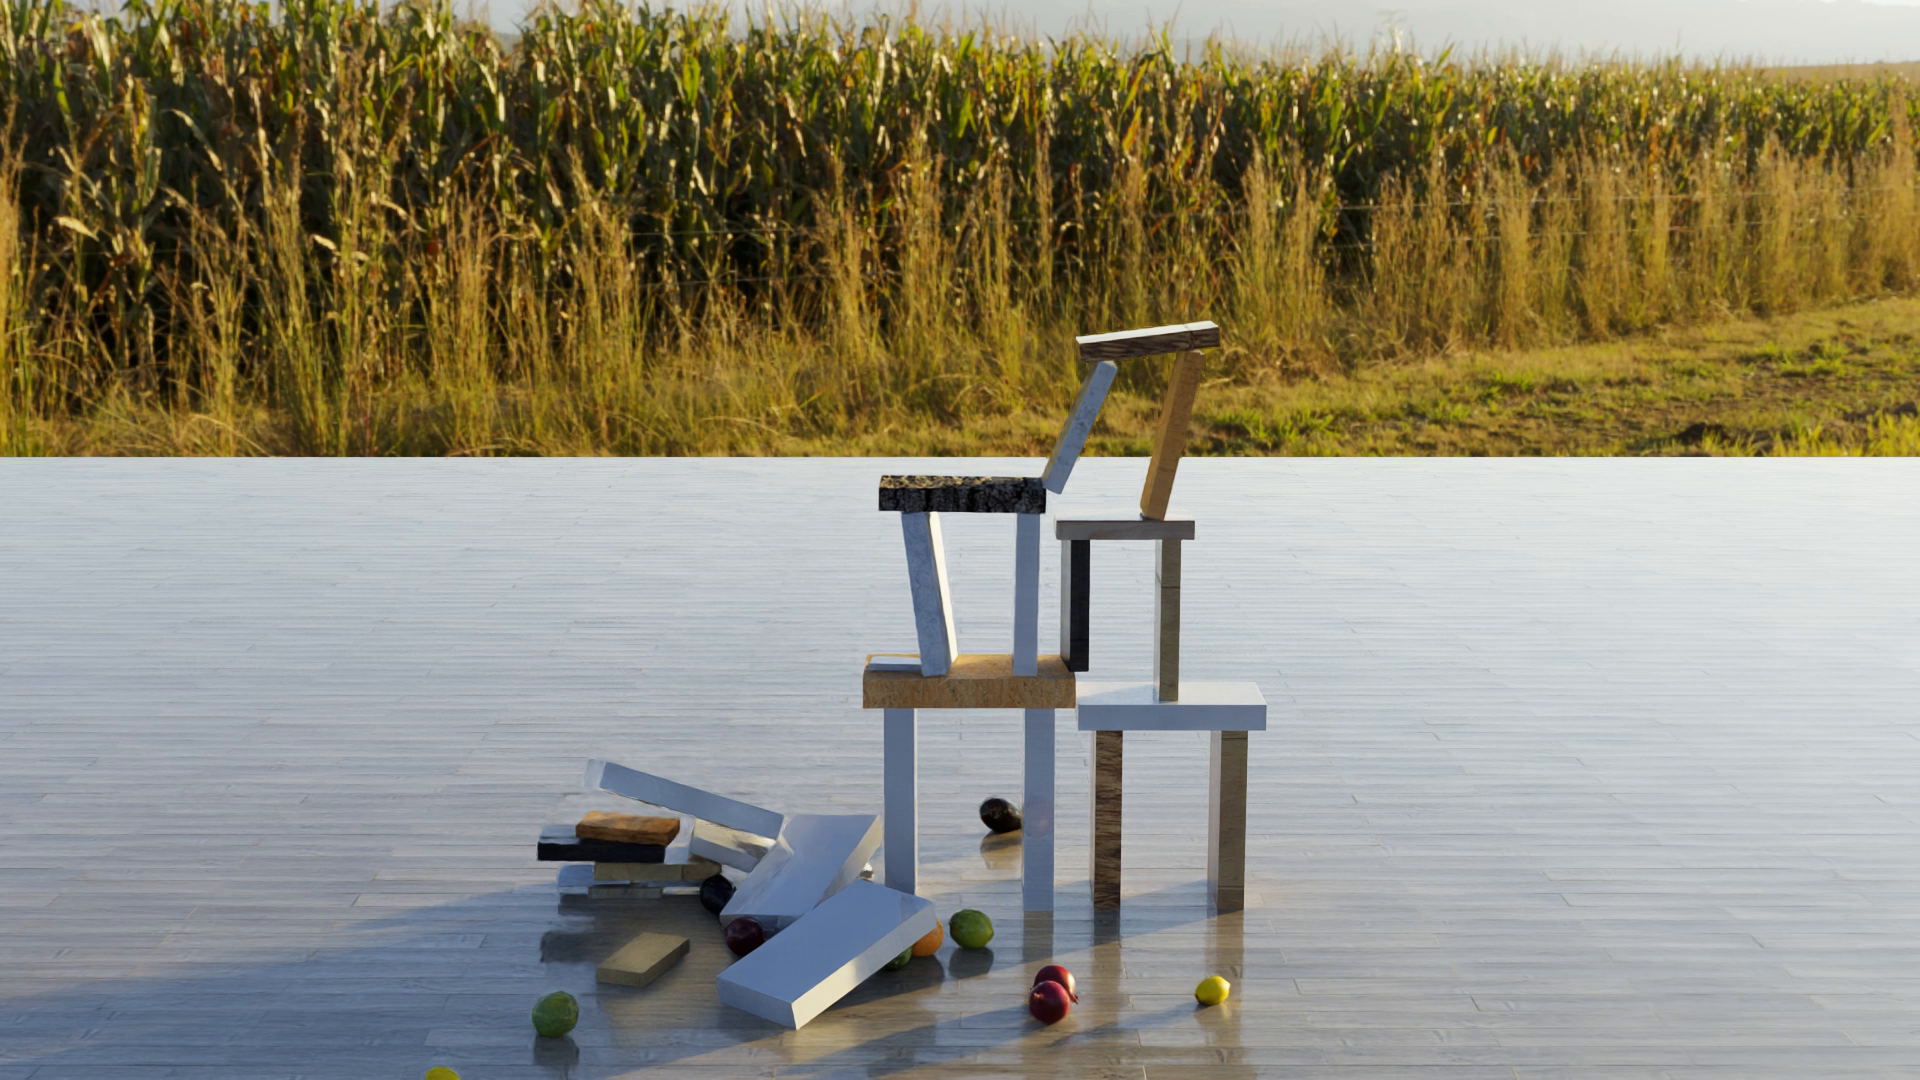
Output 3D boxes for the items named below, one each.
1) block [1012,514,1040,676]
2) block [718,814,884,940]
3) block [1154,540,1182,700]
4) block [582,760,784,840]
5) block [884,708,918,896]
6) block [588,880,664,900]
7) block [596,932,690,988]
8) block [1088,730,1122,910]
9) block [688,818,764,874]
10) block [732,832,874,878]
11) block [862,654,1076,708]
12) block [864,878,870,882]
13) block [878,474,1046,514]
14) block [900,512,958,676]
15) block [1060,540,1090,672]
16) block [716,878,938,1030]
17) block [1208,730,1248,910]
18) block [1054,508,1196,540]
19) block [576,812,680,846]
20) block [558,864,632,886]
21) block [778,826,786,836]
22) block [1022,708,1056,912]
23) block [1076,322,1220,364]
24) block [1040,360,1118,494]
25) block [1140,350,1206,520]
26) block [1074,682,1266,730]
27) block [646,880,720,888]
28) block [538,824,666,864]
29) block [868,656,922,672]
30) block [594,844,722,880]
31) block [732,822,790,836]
[{"bbox_3d":[0.107,0.076,3.575,0.038,0.266,0.133,1,11,0],"label":"block"},{"bbox_3d":[-0.252,0.542,3.559,0.155,0.044,0.310,-3,22,22],"label":"block"},{"bbox_3d":[0.337,0.120,3.585,0.031,0.265,0.110,0,11,0],"label":"block"},{"bbox_3d":[-0.462,0.432,3.661,0.311,0.044,0.155,19,-10,-17],"label":"block"},{"bbox_3d":[-0.097,0.422,3.639,0.048,0.341,0.171,0,11,1],"label":"block"},{"bbox_3d":[-0.556,0.581,3.671,0.121,0.017,0.060,-1,11,-3],"label":"block"},{"bbox_3d":[-0.482,0.638,3.349,0.078,0.022,0.156,4,11,19],"label":"block"},{"bbox_3d":[0.241,0.442,3.640,0.043,0.302,0.151,0,11,0],"label":"block"},{"bbox_3d":[-0.354,0.530,3.698,0.206,0.029,0.103,21,6,-7],"label":"block"},{"bbox_3d":[-0.266,0.533,3.722,0.246,0.013,0.046,16,8,-21],"label":"block"},{"bbox_3d":[0.015,0.231,3.604,0.341,0.048,0.171,0,11,0],"label":"block"},{"bbox_3d":[-0.153,0.583,3.529,0.078,0.022,0.156,-5,12,-26],"label":"block"},{"bbox_3d":[0.004,-0.074,3.546,0.265,0.038,0.133,1,11,0],"label":"block"},{"bbox_3d":[-0.049,0.075,3.572,0.038,0.266,0.133,-6,10,9],"label":"block"},{"bbox_3d":[0.188,0.095,3.596,0.031,0.220,0.110,-1,11,-6],"label":"block"},{"bbox_3d":[-0.195,0.609,3.261,0.155,0.044,0.310,9,26,40],"label":"block"},{"bbox_3d":[0.442,0.442,3.640,0.043,0.302,0.151,0,11,0],"label":"block"},{"bbox_3d":[0.264,-0.026,3.558,0.220,0.031,0.110,0,11,0],"label":"block"},{"bbox_3d":[-0.553,0.481,3.668,0.156,0.022,0.078,5,10,6],"label":"block"},{"bbox_3d":[-0.609,0.561,3.684,0.121,0.017,0.060,-2,11,0],"label":"block"},{"bbox_3d":[-0.275,0.534,3.845,0.151,0.021,0.076,10,19,16],"label":"block"},{"bbox_3d":[0.128,0.422,3.640,0.048,0.341,0.171,0,11,0],"label":"block"},{"bbox_3d":[0.298,-0.315,3.500,0.220,0.031,0.110,-7,10,1],"label":"block"},{"bbox_3d":[0.190,-0.186,3.526,0.031,0.220,0.110,24,10,-4],"label":"block"},{"bbox_3d":[0.339,-0.174,3.529,0.031,0.271,0.110,13,10,-2],"label":"block"},{"bbox_3d":[0.341,0.272,3.608,0.302,0.043,0.151,0,11,0],"label":"block"},{"bbox_3d":[-0.464,0.563,3.684,0.121,0.017,0.060,2,10,-11],"label":"block"},{"bbox_3d":[-0.594,0.505,3.664,0.206,0.029,0.103,2,10,-6],"label":"block"},{"bbox_3d":[-0.100,0.203,3.585,0.092,0.013,0.046,2,11,8],"label":"block"},{"bbox_3d":[-0.506,0.538,3.677,0.206,0.029,0.103,2,10,-10],"label":"block"},{"bbox_3d":[-0.286,0.527,3.948,0.232,0.021,0.076,-5,12,-25],"label":"block"}]
